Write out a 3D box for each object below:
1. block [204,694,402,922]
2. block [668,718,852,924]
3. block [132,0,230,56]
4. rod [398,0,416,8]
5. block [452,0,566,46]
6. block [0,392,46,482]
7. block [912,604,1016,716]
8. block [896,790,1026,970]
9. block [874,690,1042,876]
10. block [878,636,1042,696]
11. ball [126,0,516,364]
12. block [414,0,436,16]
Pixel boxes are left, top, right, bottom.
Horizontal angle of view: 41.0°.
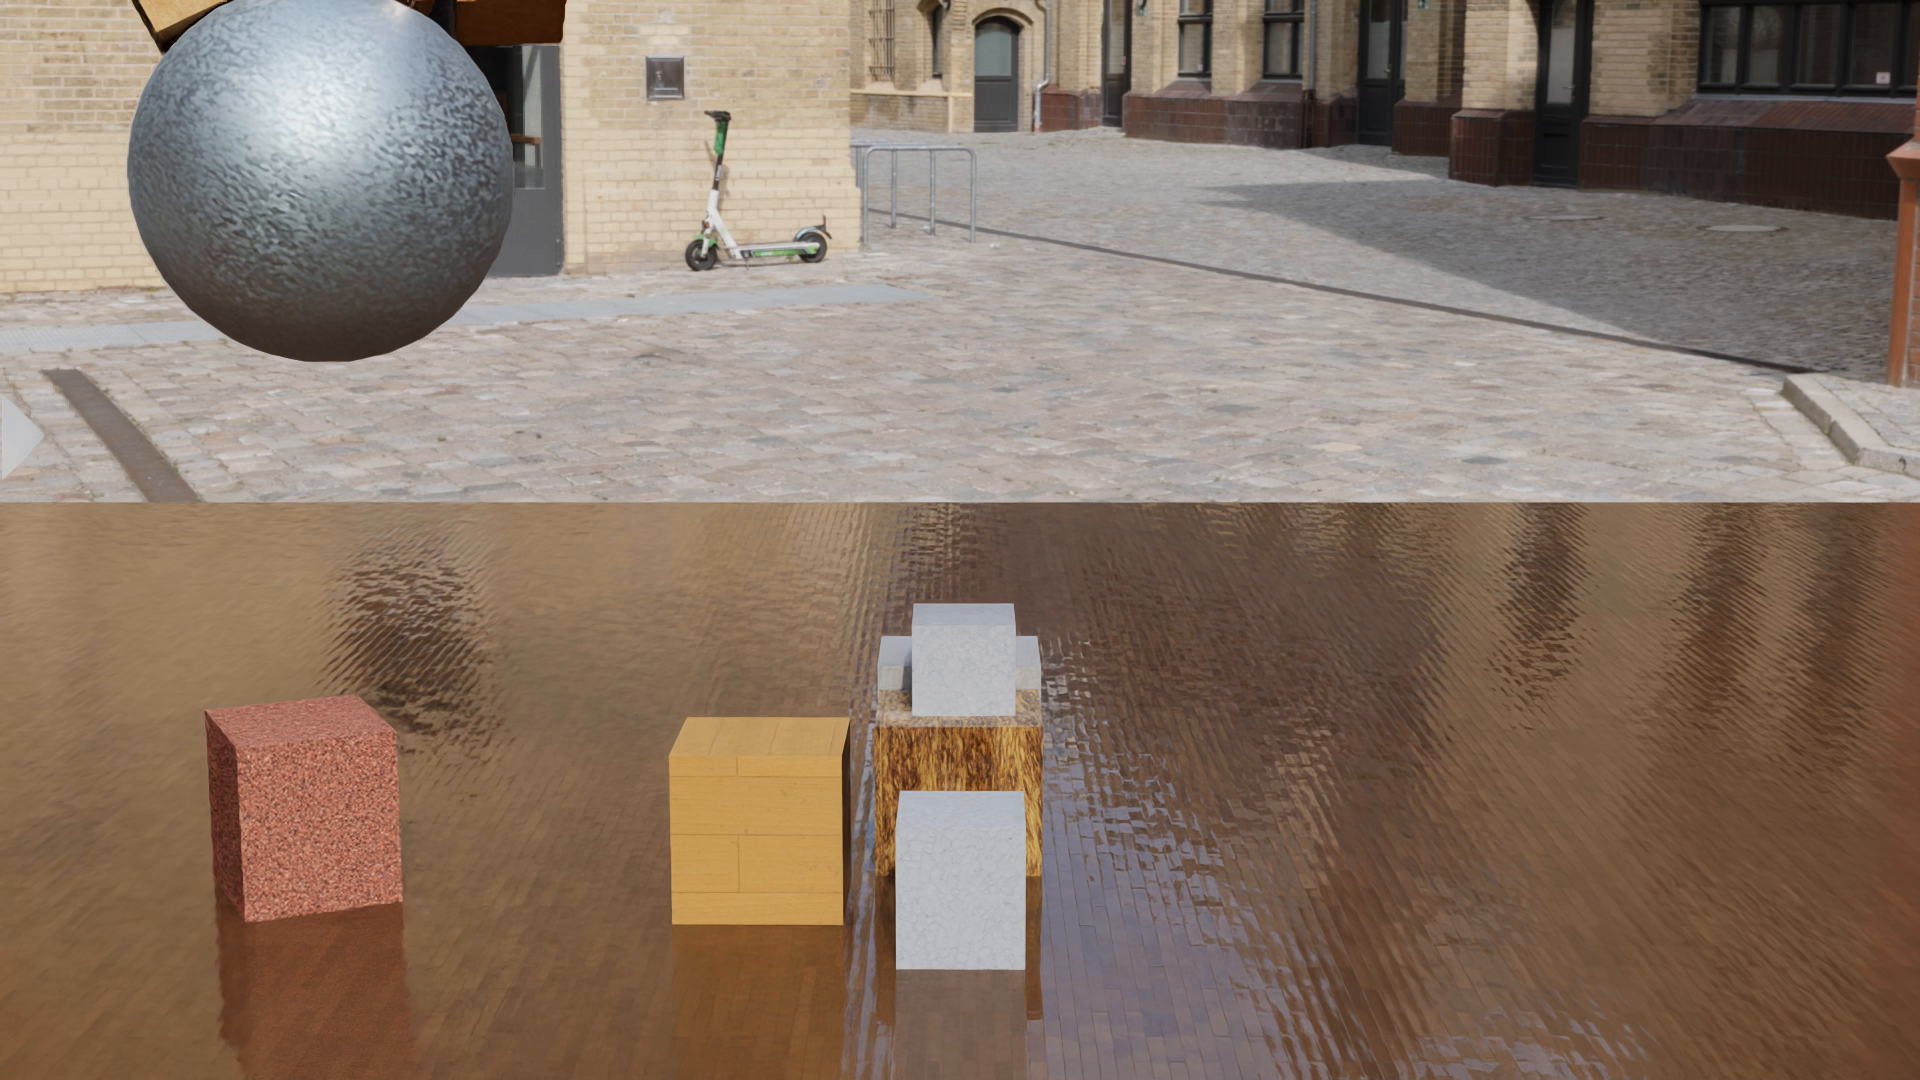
[{"bbox_3d":[-2.855,1.148,11.145,0.665,0.753,0.735,-5,11,-25],"label":"block"},{"bbox_3d":[-0.842,1.192,10.978,0.715,0.727,0.644,0,10,1],"label":"block"},{"bbox_3d":[-3.291,-2.405,10.970,0.503,0.470,0.465,-30,-2,-13],"label":"block"},{"bbox_3d":[-1.170,-4.541,10.355,0.080,5.200,0.080,26,9,-5],"label":"rod"},{"bbox_3d":[-2.004,-2.496,11.338,0.465,0.446,0.497,-5,-11,-12],"label":"block"},{"bbox_3d":[-4.220,-0.378,10.805,0.484,0.408,0.409,-41,17,6],"label":"block"},{"bbox_3d":[0.017,0.539,11.657,0.461,0.410,0.485,0,10,0],"label":"block"},{"bbox_3d":[0.005,1.372,10.400,0.513,0.580,0.537,0,10,1],"label":"block"},{"bbox_3d":[-0.006,1.093,11.656,0.739,0.679,0.698,0,10,0],"label":"block"},{"bbox_3d":[-0.003,0.917,12.318,0.761,0.789,0.647,0,10,0],"label":"block"},{"bbox_3d":[-2.700,-1.553,10.898,1.600,1.600,1.600,0,10,0],"label":"ball"},{"bbox_3d":[-2.540,-2.515,11.223,0.458,0.418,0.400,17,-27,1],"label":"block"}]
